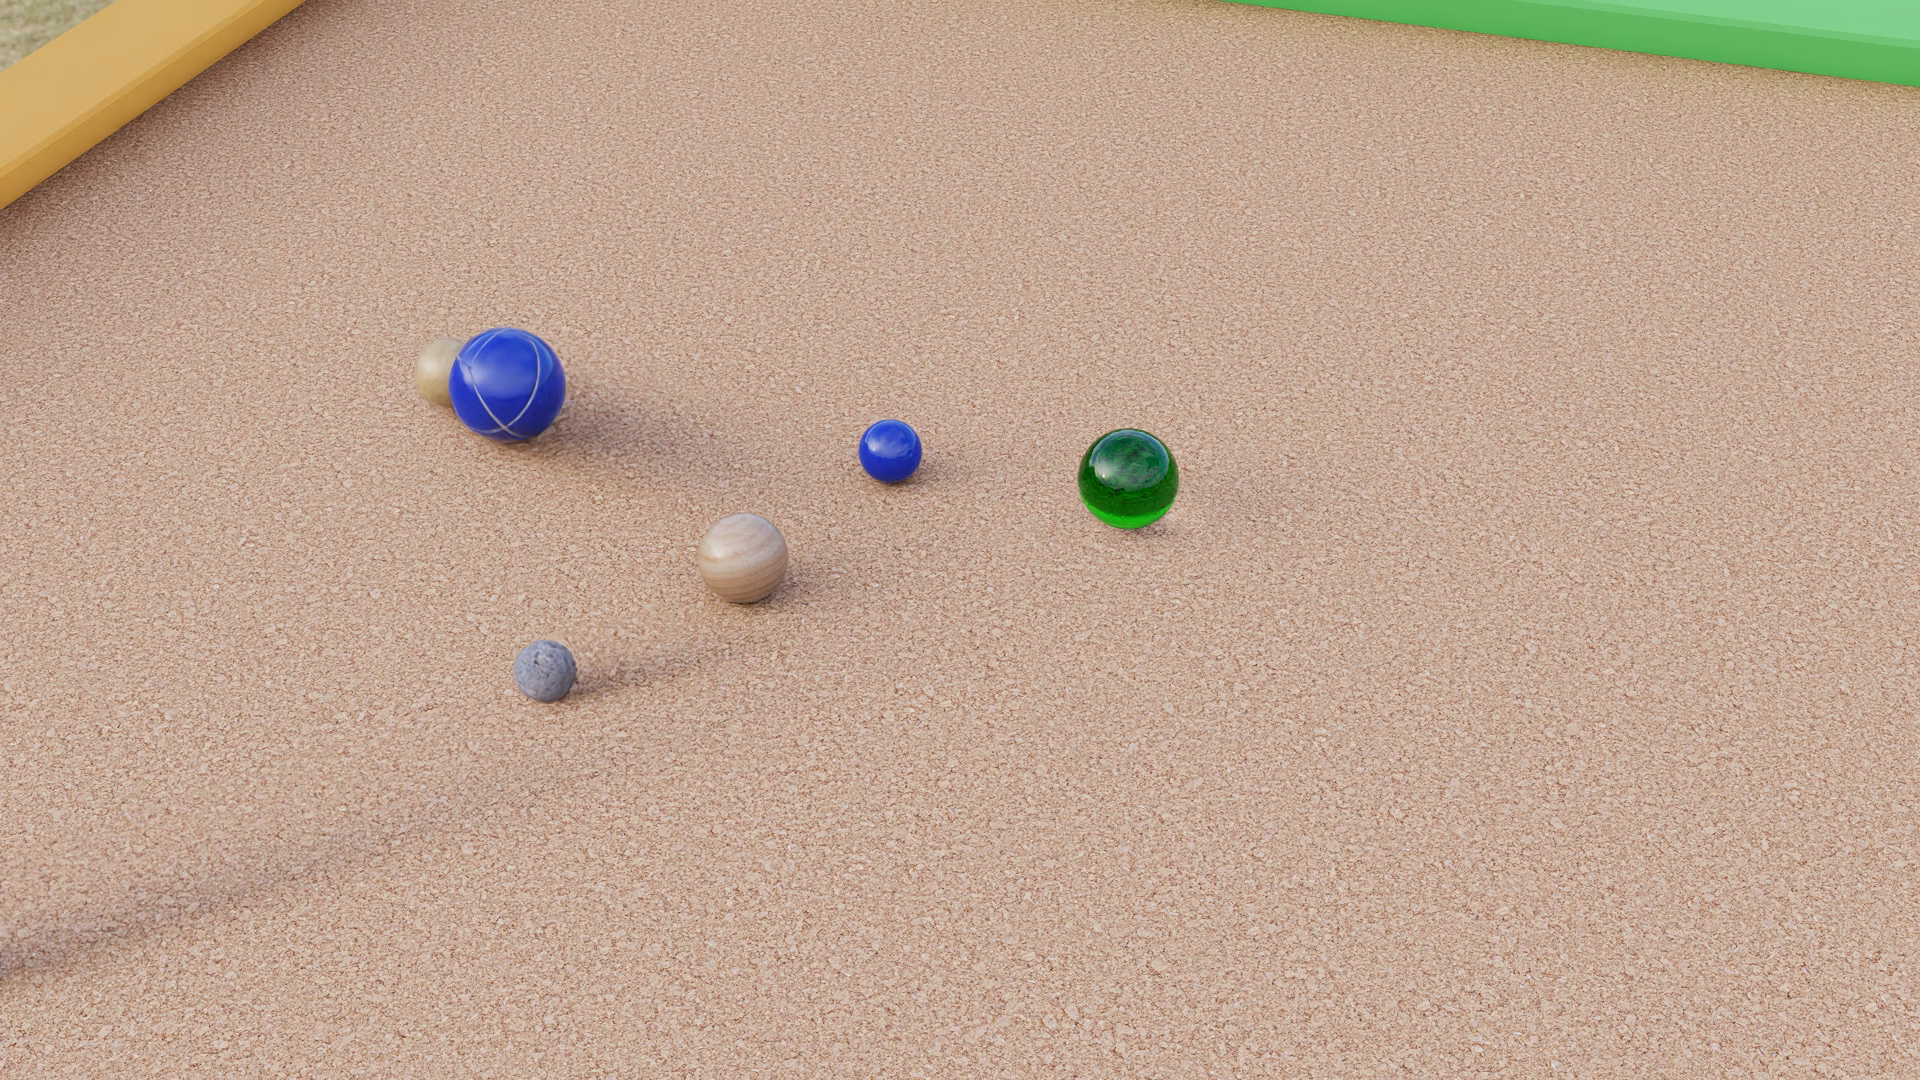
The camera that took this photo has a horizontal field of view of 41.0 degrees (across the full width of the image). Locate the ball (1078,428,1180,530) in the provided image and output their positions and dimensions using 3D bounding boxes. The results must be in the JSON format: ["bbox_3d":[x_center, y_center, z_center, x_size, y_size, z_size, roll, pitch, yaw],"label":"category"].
[{"bbox_3d":[0.134,-0.049,2.044,0.081,0.081,0.081,0,33,0],"label":"ball"}]

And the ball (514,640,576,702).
[{"bbox_3d":[-0.300,0.095,1.860,0.045,0.045,0.045,0,33,0],"label":"ball"}]

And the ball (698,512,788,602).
[{"bbox_3d":[-0.166,0.013,1.960,0.069,0.069,0.069,0,33,0],"label":"ball"}]

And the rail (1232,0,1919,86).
[{"bbox_3d":[1.433,-0.461,2.625,4.426,0.126,0.045,10,35,15],"label":"rail"}]

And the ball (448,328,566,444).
[{"bbox_3d":[-0.379,-0.130,2.152,0.097,0.097,0.097,0,33,0],"label":"ball"}]

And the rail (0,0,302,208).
[{"bbox_3d":[-1.027,-0.216,2.254,0.045,0.126,2.459,10,35,15],"label":"rail"}]

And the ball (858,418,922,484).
[{"bbox_3d":[-0.057,-0.073,2.106,0.053,0.053,0.053,0,33,0],"label":"ball"}]

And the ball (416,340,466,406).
[{"bbox_3d":[-0.439,-0.143,2.208,0.058,0.058,0.058,0,33,0],"label":"ball"}]
